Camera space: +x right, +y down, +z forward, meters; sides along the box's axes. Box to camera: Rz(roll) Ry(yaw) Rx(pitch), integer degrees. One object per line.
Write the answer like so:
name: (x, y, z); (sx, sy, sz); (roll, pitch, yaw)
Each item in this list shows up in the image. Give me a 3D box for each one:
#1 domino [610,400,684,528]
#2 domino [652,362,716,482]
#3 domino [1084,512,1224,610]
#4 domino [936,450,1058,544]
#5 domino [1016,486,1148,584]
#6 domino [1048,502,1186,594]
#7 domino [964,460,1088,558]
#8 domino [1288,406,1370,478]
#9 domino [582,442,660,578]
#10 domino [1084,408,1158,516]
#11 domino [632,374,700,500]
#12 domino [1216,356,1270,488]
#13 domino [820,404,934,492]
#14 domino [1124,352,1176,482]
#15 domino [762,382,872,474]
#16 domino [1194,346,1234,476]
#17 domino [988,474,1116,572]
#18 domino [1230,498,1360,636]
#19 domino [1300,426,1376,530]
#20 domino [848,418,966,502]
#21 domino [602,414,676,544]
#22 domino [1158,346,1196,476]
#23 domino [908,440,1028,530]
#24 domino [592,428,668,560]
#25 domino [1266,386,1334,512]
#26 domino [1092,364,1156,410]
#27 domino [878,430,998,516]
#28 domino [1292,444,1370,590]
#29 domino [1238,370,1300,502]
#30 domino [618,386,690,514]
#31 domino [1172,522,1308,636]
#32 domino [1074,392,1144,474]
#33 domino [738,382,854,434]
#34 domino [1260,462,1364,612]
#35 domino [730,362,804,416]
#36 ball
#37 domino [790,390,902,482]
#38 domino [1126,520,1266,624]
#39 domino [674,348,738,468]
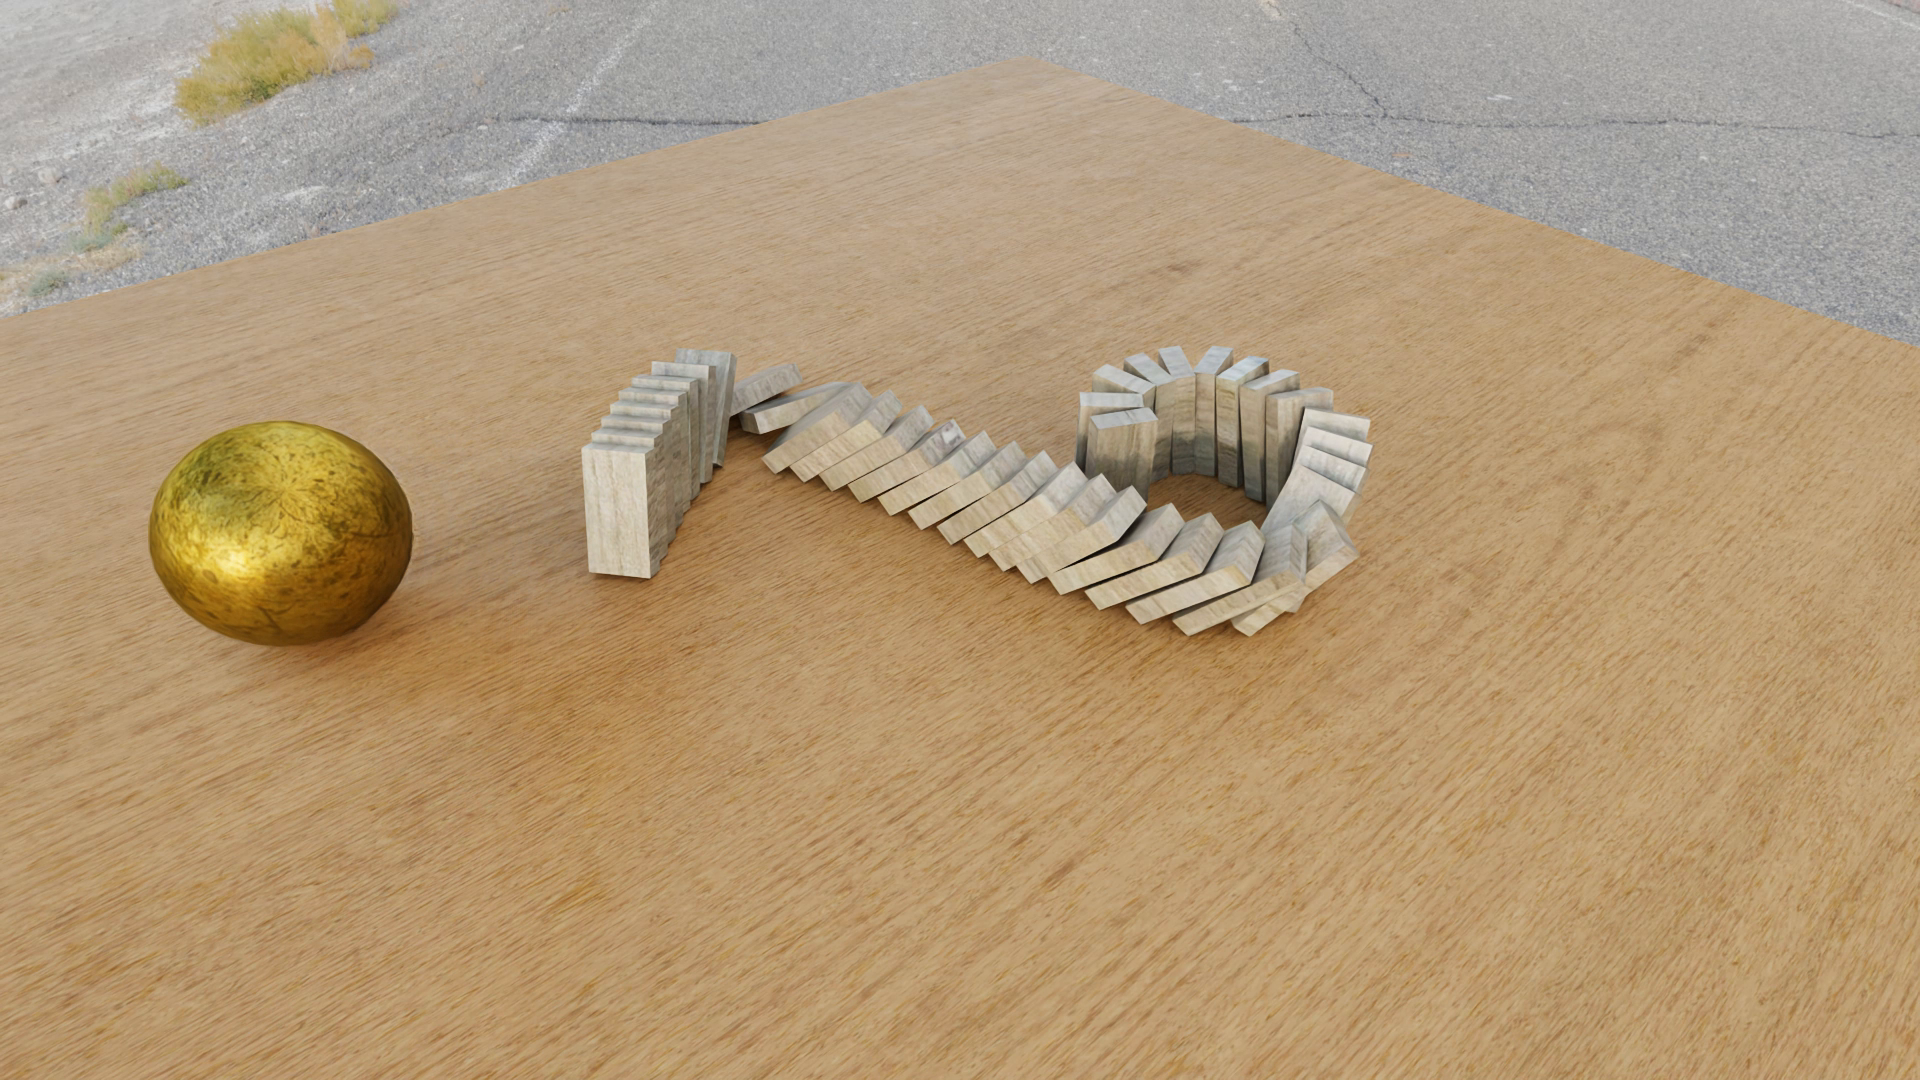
domino: (-0.127, -0.031, 0.449); (0.025, 0.050, 0.009); (5, 19, 7)
domino: (-0.120, -0.051, 0.475); (0.025, 0.050, 0.009); (5, 10, 7)
domino: (0.072, 0.008, 0.408); (0.050, 0.009, 0.025); (-26, 17, 46)
domino: (0.014, -0.016, 0.437); (0.009, 0.050, 0.025); (52, 50, -6)
domino: (0.046, -0.002, 0.419); (0.009, 0.050, 0.025); (51, 49, -7)
domino: (0.058, 0.004, 0.414); (0.050, 0.010, 0.025); (-25, 15, 48)
domino: (0.025, -0.011, 0.430); (0.010, 0.050, 0.025); (51, 50, -7)
domino: (0.146, -0.027, 0.444); (0.025, 0.050, 0.010); (12, 16, 12)
domino: (-0.131, -0.011, 0.425); (0.025, 0.050, 0.009); (5, 19, 7)
domino: (0.064, -0.028, 0.446); (0.025, 0.050, 0.010); (-10, 40, -12)
domino: (-0.124, -0.043, 0.464); (0.025, 0.050, 0.009); (5, 18, 7)
domino: (0.122, -0.051, 0.473); (0.025, 0.050, 0.009); (-32, 37, -33)
domino: (-0.036, -0.039, 0.467); (0.050, 0.010, 0.025); (-23, 20, 43)
domino: (0.081, -0.052, 0.475); (0.009, 0.050, 0.025); (-20, 43, -17)
domino: (-0.062, -0.049, 0.479); (0.050, 0.010, 0.025); (-26, 23, 36)
domino: (0.110, -0.056, 0.479); (0.010, 0.050, 0.025); (12, 40, 28)
domino: (0.035, -0.006, 0.424); (0.010, 0.050, 0.025); (51, 49, -7)
domino: (0.118, 0.010, 0.402); (0.009, 0.050, 0.025); (29, 32, -32)
domino: (0.142, -0.017, 0.434); (0.025, 0.050, 0.009); (21, 16, 24)
domino: (-0.023, -0.033, 0.459); (0.050, 0.009, 0.025); (-22, 17, 47)
domino: (-0.129, -0.024, 0.441); (0.025, 0.050, 0.010); (5, 19, 7)
domino: (0.094, -0.056, 0.479); (0.009, 0.050, 0.025); (-9, 40, 0)
domino: (0.003, -0.022, 0.444); (0.010, 0.050, 0.025); (54, 50, -8)
domino: (-0.130, -0.018, 0.433); (0.025, 0.050, 0.009); (5, 19, 7)
domino: (0.141, -0.036, 0.456); (0.025, 0.050, 0.009); (-10, 20, -12)
domino: (0.068, -0.047, 0.469); (0.025, 0.050, 0.009); (30, 50, 32)
domino: (-0.010, -0.027, 0.452); (0.050, 0.009, 0.025); (-23, 15, 49)
domino: (0.135, -0.009, 0.424); (0.025, 0.050, 0.010); (27, 15, 29)
domino: (0.132, -0.044, 0.465); (0.025, 0.050, 0.010); (-22, 27, -25)
domino: (-0.126, -0.037, 0.456); (0.025, 0.050, 0.010); (5, 19, 7)
domino: (0.101, 0.014, 0.399); (0.010, 0.050, 0.025); (42, 42, -20)
domino: (0.061, -0.038, 0.457); (0.025, 0.050, 0.010); (2, 42, 2)
domino: (-0.075, -0.062, 0.511); (0.050, 0.009, 0.025); (-21, 19, -24)
domino: (0.127, -0.001, 0.415); (0.025, 0.050, 0.009); (36, 17, 35)
domino: (-0.102, -0.069, 0.520); (0.050, 0.010, 0.025); (-33, 22, -34)
ball: (-0.239, -0.002, 0.390); (0.080, 0.080, 0.080); (0, 39, 0)
domino: (-0.049, -0.045, 0.474); (0.050, 0.009, 0.025); (-25, 23, 36)
domino: (0.086, 0.012, 0.402); (0.050, 0.009, 0.025); (-27, 21, 44)
domino: (-0.116, -0.059, 0.490); (0.025, 0.010, 0.050); (5, 84, 7)
